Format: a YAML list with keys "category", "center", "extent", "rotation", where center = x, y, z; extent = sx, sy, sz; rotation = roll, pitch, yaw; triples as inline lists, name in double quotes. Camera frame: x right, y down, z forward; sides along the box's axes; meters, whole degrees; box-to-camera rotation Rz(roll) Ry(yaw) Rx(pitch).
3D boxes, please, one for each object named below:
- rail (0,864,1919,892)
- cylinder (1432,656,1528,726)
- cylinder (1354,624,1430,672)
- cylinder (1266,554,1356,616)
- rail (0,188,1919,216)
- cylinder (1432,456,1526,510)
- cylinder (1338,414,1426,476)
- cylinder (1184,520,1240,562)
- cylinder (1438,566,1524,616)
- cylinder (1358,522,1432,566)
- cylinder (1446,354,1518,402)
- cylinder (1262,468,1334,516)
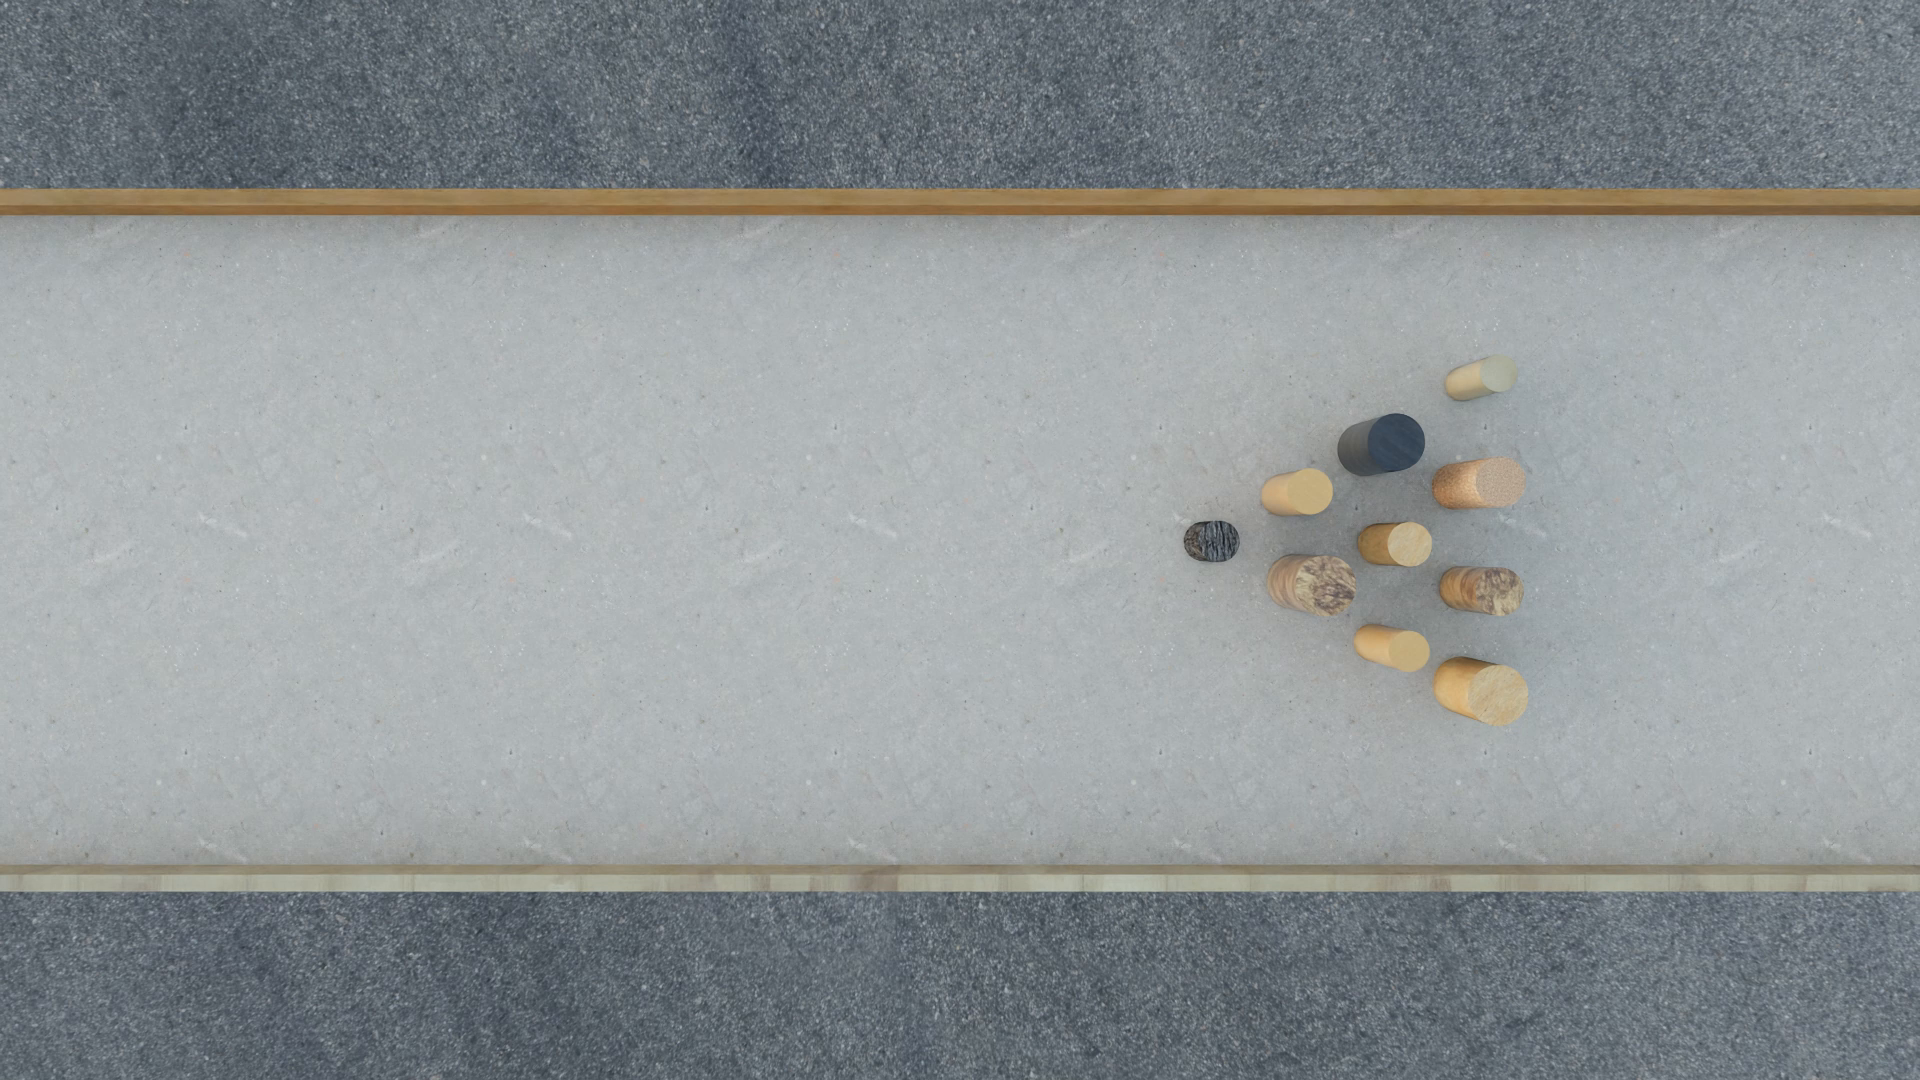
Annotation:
- category: "rail"
  center: [-2.247, 1.025, 5.001]
  extent: [12.000, 0.150, 0.050]
  rotation: [0, 90, 0]
- category: "cylinder"
  center: [1.542, 0.446, 4.902]
  extent: [0.175, 0.350, 0.175]
  rotation: [0, 90, 0]
- category: "cylinder"
  center: [1.270, 0.315, 4.871]
  extent: [0.116, 0.412, 0.116]
  rotation: [0, 90, 0]
- category: "cylinder"
  center: [1.029, 0.129, 4.857]
  extent: [0.172, 0.438, 0.172]
  rotation: [0, 90, 0]
- category: "rail"
  center: [-2.247, -1.025, 5.002]
  extent: [12.000, 0.150, 0.050]
  rotation: [0, 90, 0]
- category: "cylinder"
  center: [1.522, -0.164, 4.860]
  extent: [0.143, 0.432, 0.143]
  rotation: [0, 90, 0]
- category: "cylinder"
  center: [1.243, -0.279, 4.888]
  extent: [0.164, 0.378, 0.164]
  rotation: [0, 90, 0]
- category: "cylinder"
  center: [0.749, 0.004, 4.925]
  extent: [0.121, 0.304, 0.121]
  rotation: [0, 90, 0]
- category: "cylinder"
  center: [1.543, 0.148, 4.895]
  extent: [0.138, 0.362, 0.138]
  rotation: [0, 90, 0]
- category: "cylinder"
  center: [1.289, 0.012, 4.901]
  extent: [0.128, 0.352, 0.128]
  rotation: [0, 90, 0]
- category: "cylinder"
  center: [1.548, -0.480, 4.907]
  extent: [0.108, 0.340, 0.108]
  rotation: [0, 90, 0]
- category: "cylinder"
  center: [0.992, -0.138, 4.876]
  extent: [0.131, 0.401, 0.131]
  rotation: [0, 90, 0]
